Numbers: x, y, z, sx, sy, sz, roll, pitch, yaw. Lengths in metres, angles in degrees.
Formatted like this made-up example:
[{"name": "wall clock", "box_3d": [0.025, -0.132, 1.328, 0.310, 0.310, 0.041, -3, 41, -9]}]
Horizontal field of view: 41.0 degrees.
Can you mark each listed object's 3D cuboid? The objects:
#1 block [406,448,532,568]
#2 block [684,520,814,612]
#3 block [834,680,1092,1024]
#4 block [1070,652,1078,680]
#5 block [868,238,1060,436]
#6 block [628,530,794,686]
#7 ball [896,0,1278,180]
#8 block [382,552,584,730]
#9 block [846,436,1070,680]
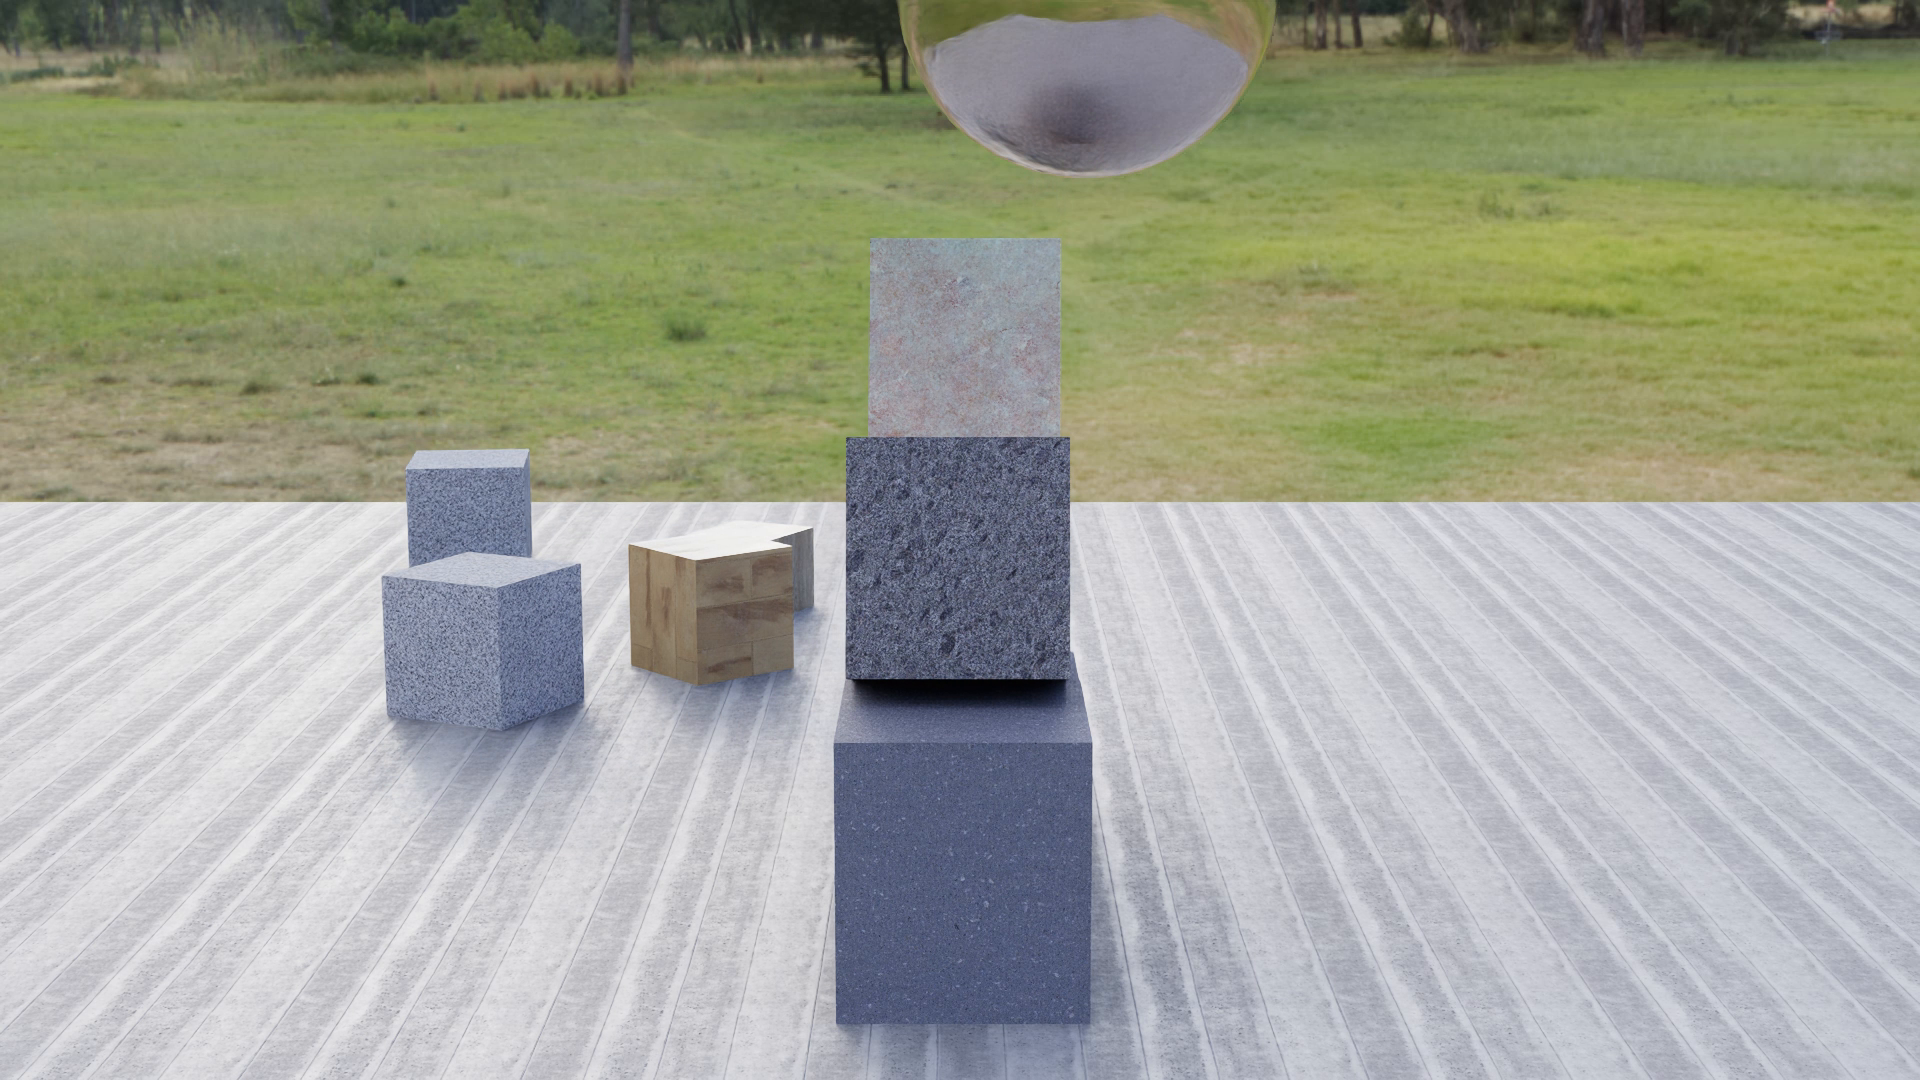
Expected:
[{"name": "block", "box_3d": [-3.537, -0.207, 18.548, 0.820, 0.771, 0.894, -1, 10, -7]}, {"name": "block", "box_3d": [-1.388, 0.203, 16.961, 0.604, 0.533, 0.637, 5, 12, 27]}, {"name": "block", "box_3d": [0.011, 1.189, 9.994, 0.952, 1.086, 0.995, 0, 10, 0]}, {"name": "block", "box_3d": [0.013, 1.062, 11.016, 0.985, 0.968, 1.001, 0, 10, 0]}, {"name": "block", "box_3d": [0.035, -0.818, 11.560, 0.831, 0.903, 0.869, 0, -7, 2]}, {"name": "block", "box_3d": [-1.486, 0.394, 15.324, 0.696, 0.743, 0.700, -9, 13, -40]}, {"name": "ball", "box_3d": [0.531, -2.320, 10.758, 1.600, 1.600, 1.600, 0, 10, 0]}, {"name": "block", "box_3d": [-2.656, 0.550, 14.336, 0.778, 0.789, 0.786, 5, 11, 26]}, {"name": "block", "box_3d": [-0.004, 0.098, 10.406, 0.867, 0.936, 1.004, 0, -3, 0]}]
